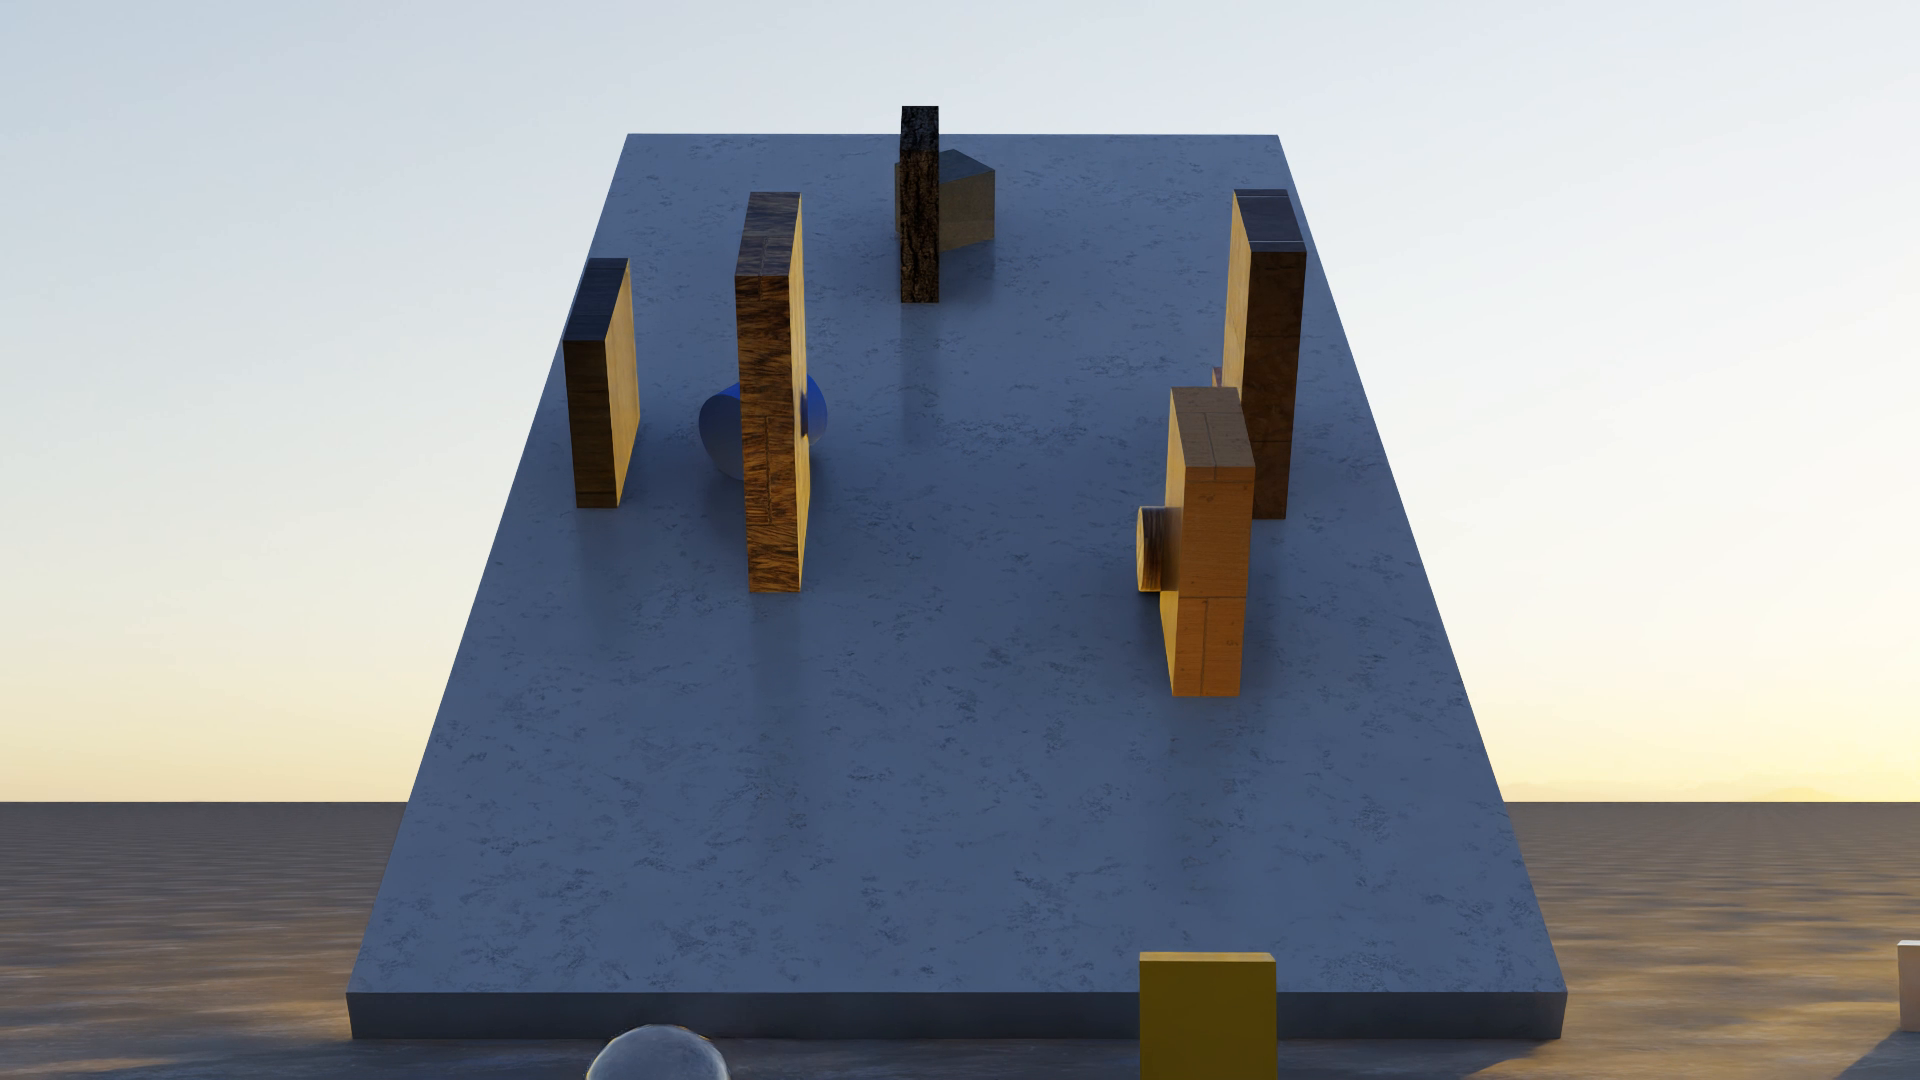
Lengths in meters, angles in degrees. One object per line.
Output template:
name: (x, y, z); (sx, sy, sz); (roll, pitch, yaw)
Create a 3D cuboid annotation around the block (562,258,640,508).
block: (-0.805, -0.359, 5.447); (0.091, 0.410, 0.445); (0, 30, 0)

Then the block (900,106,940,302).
block: (-0.105, -0.886, 6.359); (0.099, 0.423, 0.329); (0, 30, 0)

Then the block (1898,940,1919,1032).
block: (1.706, 0.772, 4.175); (0.146, 0.146, 0.146); (-3, -7, 24)

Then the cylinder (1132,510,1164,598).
cylinder: (0.464, 0.018, 5.030); (0.177, 0.177, 0.177); (-11, -7, 6)

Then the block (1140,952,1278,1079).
block: (0.337, 0.661, 3.299); (0.181, 0.181, 0.181); (0, -6, 5)

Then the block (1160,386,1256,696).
block: (0.480, 0.002, 4.727); (0.129, 0.507, 0.334); (0, 30, 0)

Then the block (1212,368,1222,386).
block: (0.664, -0.313, 5.650); (0.137, 0.137, 0.137); (0, 30, 0)

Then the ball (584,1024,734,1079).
ball: (-0.316, 0.590, 2.533); (0.162, 0.162, 0.162); (0, -6, 0)

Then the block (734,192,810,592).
block: (-0.388, -0.311, 5.056); (0.105, 0.718, 0.439); (0, 30, 0)

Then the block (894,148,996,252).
block: (-0.042, -0.939, 6.677); (0.199, 0.199, 0.199); (-19, 35, -30)

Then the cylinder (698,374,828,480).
cylinder: (-0.448, -0.272, 5.500); (0.208, 0.208, 0.208); (-5, 20, 42)

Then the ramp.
ramp: (-0.013, -0.211, 5.707); (2.000, 0.100, 4.000); (0, 30, 0)

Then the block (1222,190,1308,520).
block: (0.660, -0.409, 5.315); (0.116, 0.636, 0.350); (0, 30, 0)
